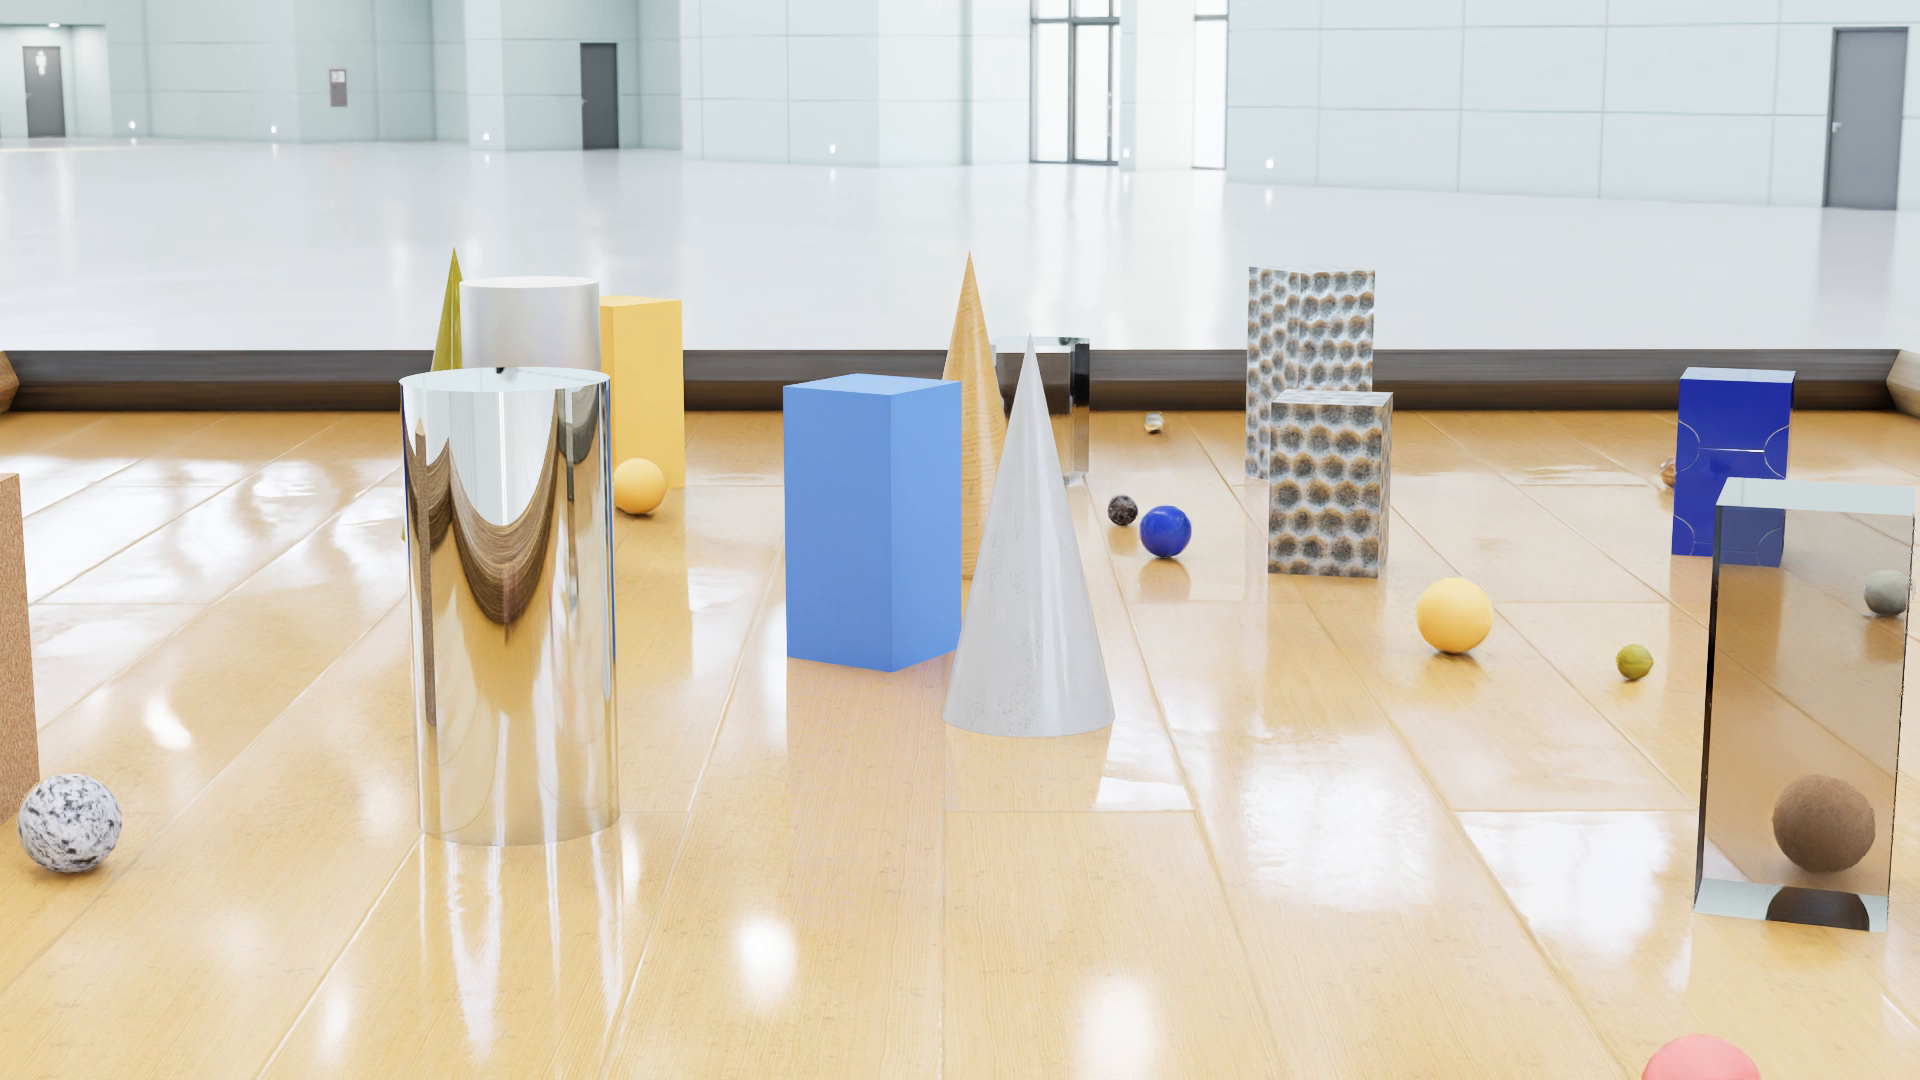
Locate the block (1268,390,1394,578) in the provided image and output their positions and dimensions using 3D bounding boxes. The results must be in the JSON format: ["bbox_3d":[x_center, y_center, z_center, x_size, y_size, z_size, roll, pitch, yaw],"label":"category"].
[{"bbox_3d":[0.543,-0.085,3.760,0.158,0.250,0.158,3,11,14],"label":"block"}]

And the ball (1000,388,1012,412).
[{"bbox_3d":[0.083,-0.294,5.428,0.054,0.054,0.054,0,10,0],"label":"ball"}]

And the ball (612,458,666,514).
[{"bbox_3d":[-0.528,-0.088,4.207,0.092,0.092,0.092,0,10,0],"label":"ball"}]

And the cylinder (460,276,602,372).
[{"bbox_3d":[-0.618,-0.164,3.719,0.198,0.420,0.198,0,10,0],"label":"cylinder"}]

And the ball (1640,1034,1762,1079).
[{"bbox_3d":[0.501,0.375,1.732,0.082,0.082,0.082,0,10,0],"label":"ball"}]

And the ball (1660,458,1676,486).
[{"bbox_3d":[1.249,-0.118,4.485,0.051,0.051,0.051,0,10,0],"label":"ball"}]

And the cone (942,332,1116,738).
[{"bbox_3d":[0.078,-0.016,2.873,0.198,0.438,0.198,0,10,0],"label":"cone"}]

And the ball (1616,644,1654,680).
[{"bbox_3d":[0.809,0.146,3.079,0.043,0.043,0.043,0,10,0],"label":"ball"}]

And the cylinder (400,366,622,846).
[{"bbox_3d":[-0.433,0.059,2.481,0.198,0.432,0.198,0,10,0],"label":"cylinder"}]

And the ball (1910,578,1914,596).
[{"bbox_3d":[1.260,0.062,3.479,0.063,0.063,0.063,0,10,0],"label":"ball"}]

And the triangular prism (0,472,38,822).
[{"bbox_3d":[-0.973,0.106,2.515,0.172,0.328,0.149,6,12,28],"label":"triangular prism"}]

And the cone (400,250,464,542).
[{"bbox_3d":[-0.779,-0.231,3.991,0.198,0.453,0.198,0,10,0],"label":"cone"}]

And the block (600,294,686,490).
[{"bbox_3d":[-0.593,-0.253,4.456,0.158,0.326,0.158,9,14,40],"label":"block"}]

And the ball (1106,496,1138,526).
[{"bbox_3d":[0.260,-0.047,4.109,0.049,0.049,0.049,0,10,0],"label":"ball"}]

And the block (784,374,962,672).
[{"bbox_3d":[-0.107,-0.026,3.193,0.158,0.339,0.158,7,12,32],"label":"block"}]

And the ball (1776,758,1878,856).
[{"bbox_3d":[0.807,0.249,2.392,0.090,0.090,0.090,0,10,0],"label":"ball"}]

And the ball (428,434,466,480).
[{"bbox_3d":[-0.905,-0.147,4.564,0.080,0.080,0.080,0,10,0],"label":"ball"}]

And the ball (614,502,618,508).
[{"bbox_3d":[-0.563,-0.079,4.271,0.051,0.051,0.051,0,10,0],"label":"ball"}]

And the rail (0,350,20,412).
[{"bbox_3d":[-1.998,0.035,3.437,0.045,0.129,4.120,0,10,0],"label":"rail"}]

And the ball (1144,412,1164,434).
[{"bbox_3d":[0.388,-0.234,5.140,0.041,0.041,0.041,0,10,0],"label":"ball"}]

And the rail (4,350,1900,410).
[{"bbox_3d":[-0.012,-0.338,5.451,4.043,0.129,0.045,0,10,0],"label":"rail"}]

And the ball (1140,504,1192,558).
[{"bbox_3d":[0.308,-0.013,3.840,0.079,0.079,0.079,0,10,0],"label":"ball"}]

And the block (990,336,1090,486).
[{"bbox_3d":[0.136,-0.234,4.580,0.158,0.244,0.158,3,11,15],"label":"block"}]

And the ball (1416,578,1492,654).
[{"bbox_3d":[0.619,0.094,3.217,0.095,0.095,0.095,0,10,0],"label":"ball"}]

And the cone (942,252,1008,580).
[{"bbox_3d":[0.014,-0.189,3.731,0.198,0.466,0.198,0,10,0],"label":"cone"}]

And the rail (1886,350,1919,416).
[{"bbox_3d":[1.998,0.031,3.460,0.045,0.129,4.120,0,10,0],"label":"rail"}]

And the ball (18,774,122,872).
[{"bbox_3d":[-0.813,0.258,2.342,0.090,0.090,0.090,0,10,0],"label":"ball"}]

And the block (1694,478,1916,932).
[{"bbox_3d":[0.740,0.139,2.248,0.158,0.360,0.158,4,11,20],"label":"block"}]

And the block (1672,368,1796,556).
[{"bbox_3d":[1.174,-0.118,3.892,0.158,0.267,0.158,4,11,19],"label":"block"}]

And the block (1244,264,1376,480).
[{"bbox_3d":[0.620,-0.296,4.557,0.158,0.374,0.158,-5,12,-27],"label":"block"}]
